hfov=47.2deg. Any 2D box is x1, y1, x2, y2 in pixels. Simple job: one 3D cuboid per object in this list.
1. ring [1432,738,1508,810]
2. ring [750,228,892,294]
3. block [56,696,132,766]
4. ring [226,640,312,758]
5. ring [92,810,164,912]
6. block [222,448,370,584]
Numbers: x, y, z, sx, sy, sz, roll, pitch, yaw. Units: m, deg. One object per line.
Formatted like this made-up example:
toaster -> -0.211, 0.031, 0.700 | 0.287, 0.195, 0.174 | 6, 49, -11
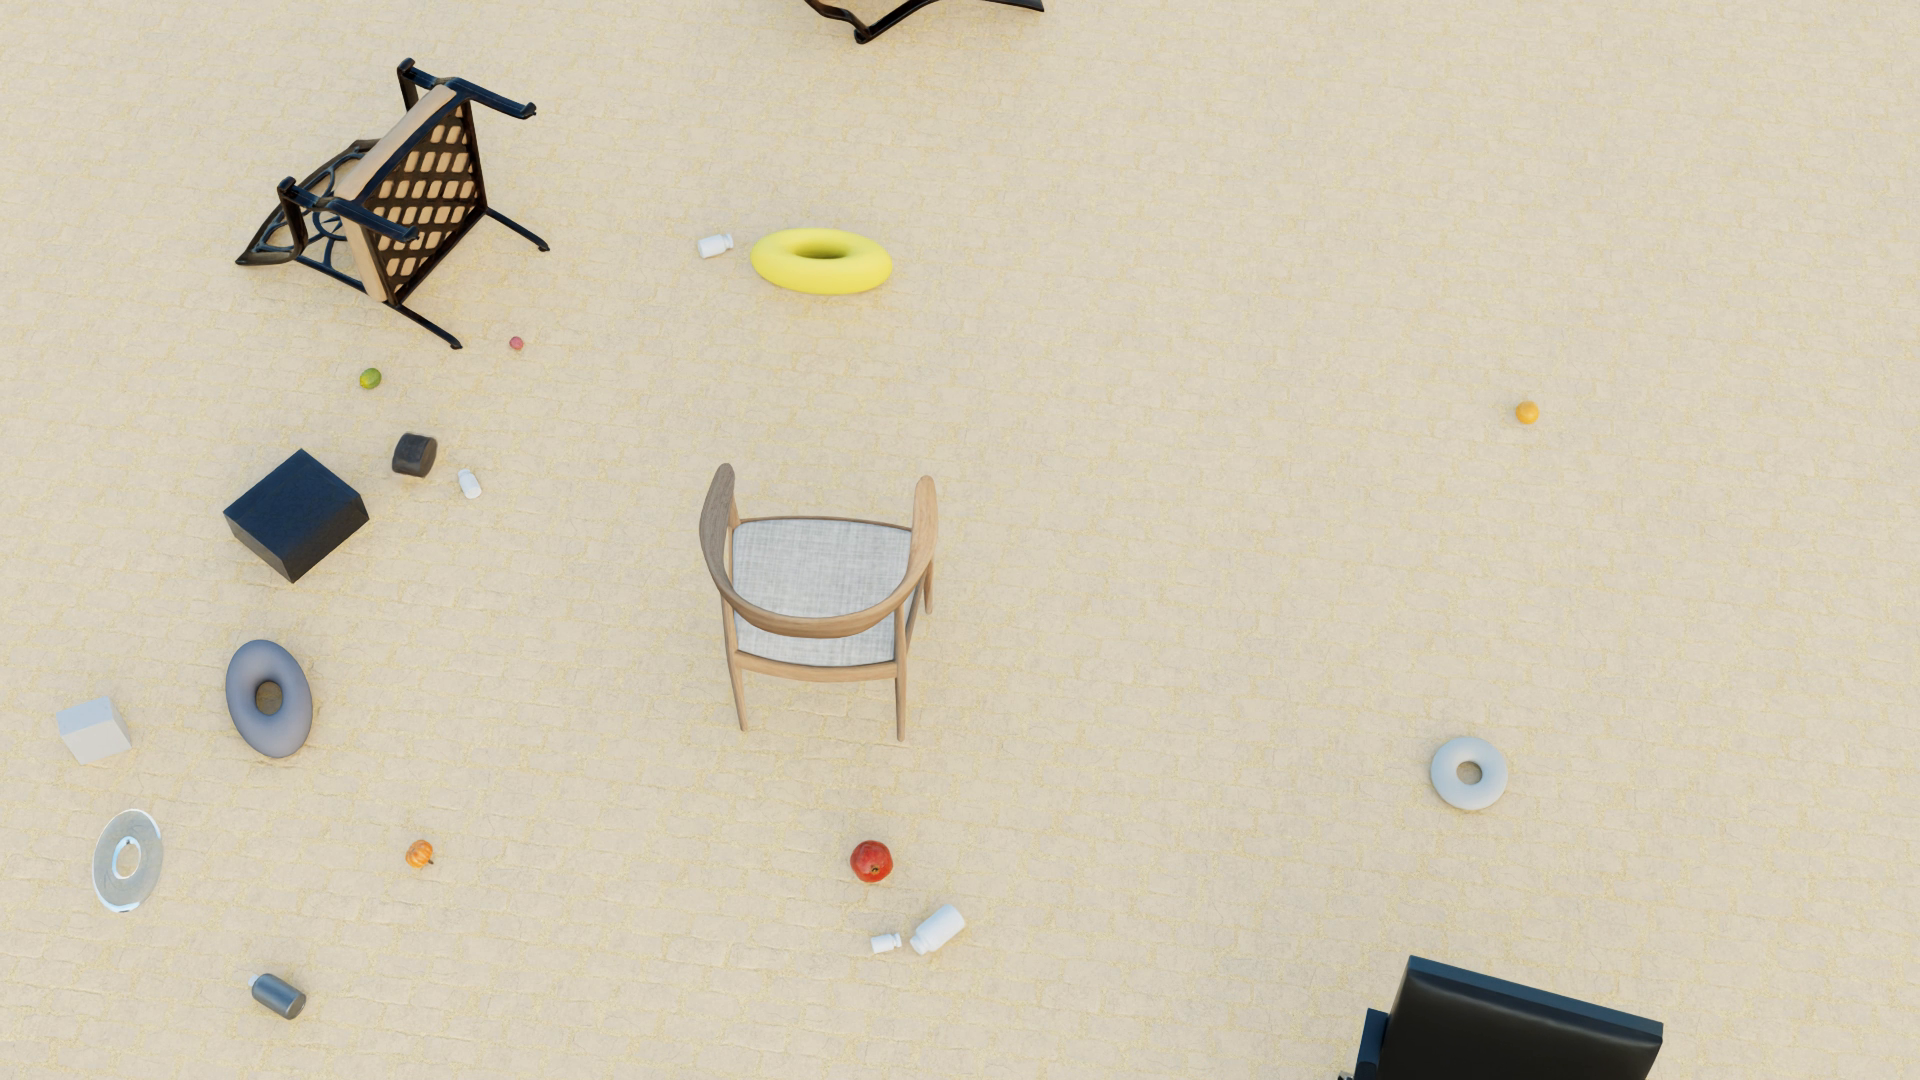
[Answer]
ring -> 1.416, 0.648, 6.112 | 0.211, 0.046, 0.230 | 24, 60, 15
ring -> -0.446, -0.899, 7.083 | 0.465, 0.159, 0.194 | 4, 59, 4
block -> -2.408, 0.530, 6.116 | 0.143, 0.169, 0.081 | -19, 58, -12
ring -> -1.950, 0.446, 6.206 | 0.226, 0.117, 0.388 | -21, 59, -12
ring -> -2.257, 0.869, 5.963 | 0.188, 0.048, 0.308 | -6, 57, -5
block -> -1.973, -0.073, 6.543 | 0.264, 0.133, 0.302 | 35, 63, 21
